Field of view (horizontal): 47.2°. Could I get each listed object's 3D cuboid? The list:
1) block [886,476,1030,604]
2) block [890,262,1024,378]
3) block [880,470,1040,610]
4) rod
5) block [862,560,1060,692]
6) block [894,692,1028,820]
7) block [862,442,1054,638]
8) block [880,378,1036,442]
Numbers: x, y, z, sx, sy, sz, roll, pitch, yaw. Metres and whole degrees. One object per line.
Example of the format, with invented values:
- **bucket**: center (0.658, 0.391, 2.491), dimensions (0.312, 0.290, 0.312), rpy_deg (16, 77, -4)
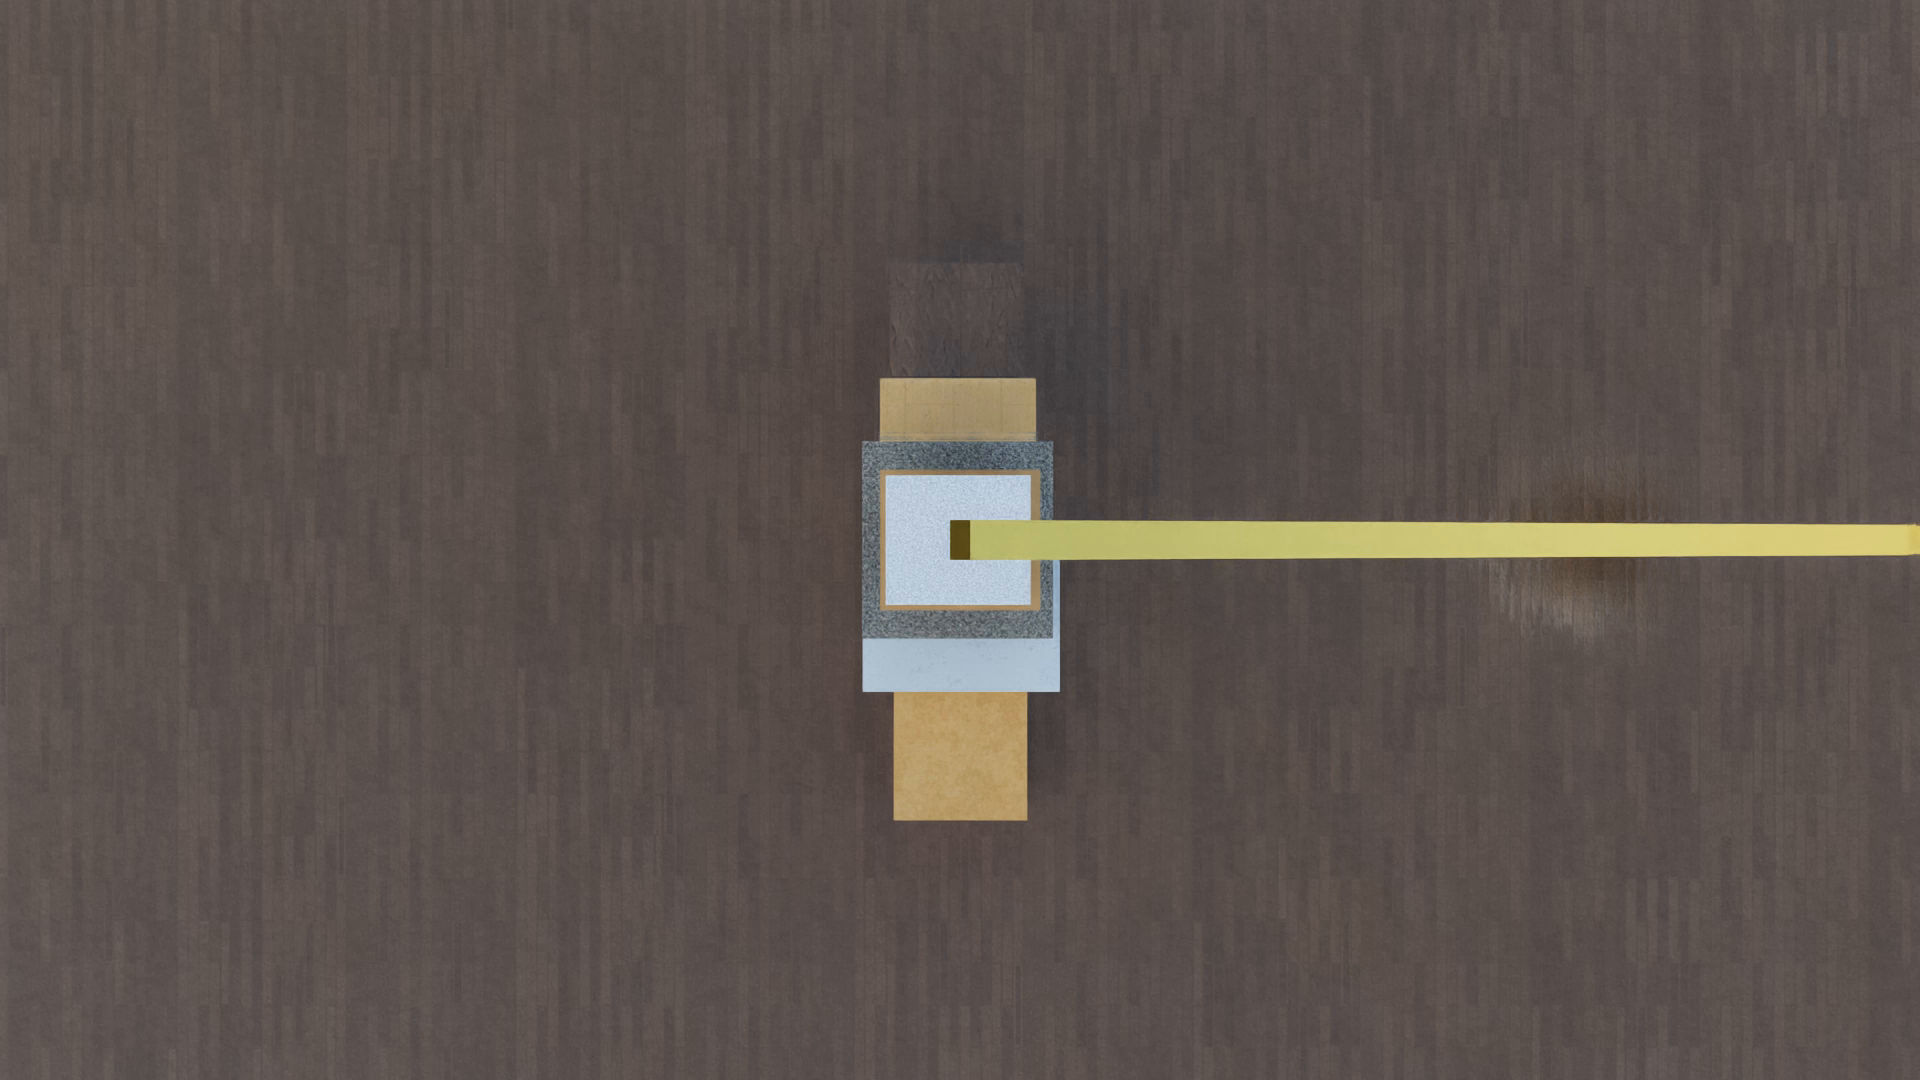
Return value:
- **block**: center (-0.007, 0.000, 8.945), dimensions (0.572, 0.551, 0.511), rpy_deg (0, 90, 0)
- **block**: center (-0.017, -1.211, 12.667), dimensions (0.749, 0.667, 0.686), rpy_deg (0, 90, 0)
- **block**: center (0.001, 0.000, 9.542), dimensions (0.672, 0.644, 0.591), rpy_deg (0, 90, 0)
- **rod**: center (2.234, 0.000, 5.732), dimensions (5.200, 0.080, 0.080), rpy_deg (0, 90, -31)
- **block**: center (0.006, 0.351, 11.718), dimensions (1.010, 0.873, 0.854), rpy_deg (0, 90, 0)
- **block**: center (0.002, 1.158, 12.594), dimensions (0.740, 0.811, 0.792), rpy_deg (0, 90, 0)
- **block**: center (-0.011, 0.000, 10.893), dimensions (0.913, 0.776, 0.943), rpy_deg (0, 90, 0)
- **block**: center (-0.010, -0.461, 11.819), dimensions (0.812, 0.744, 0.692), rpy_deg (0, 84, 0)
